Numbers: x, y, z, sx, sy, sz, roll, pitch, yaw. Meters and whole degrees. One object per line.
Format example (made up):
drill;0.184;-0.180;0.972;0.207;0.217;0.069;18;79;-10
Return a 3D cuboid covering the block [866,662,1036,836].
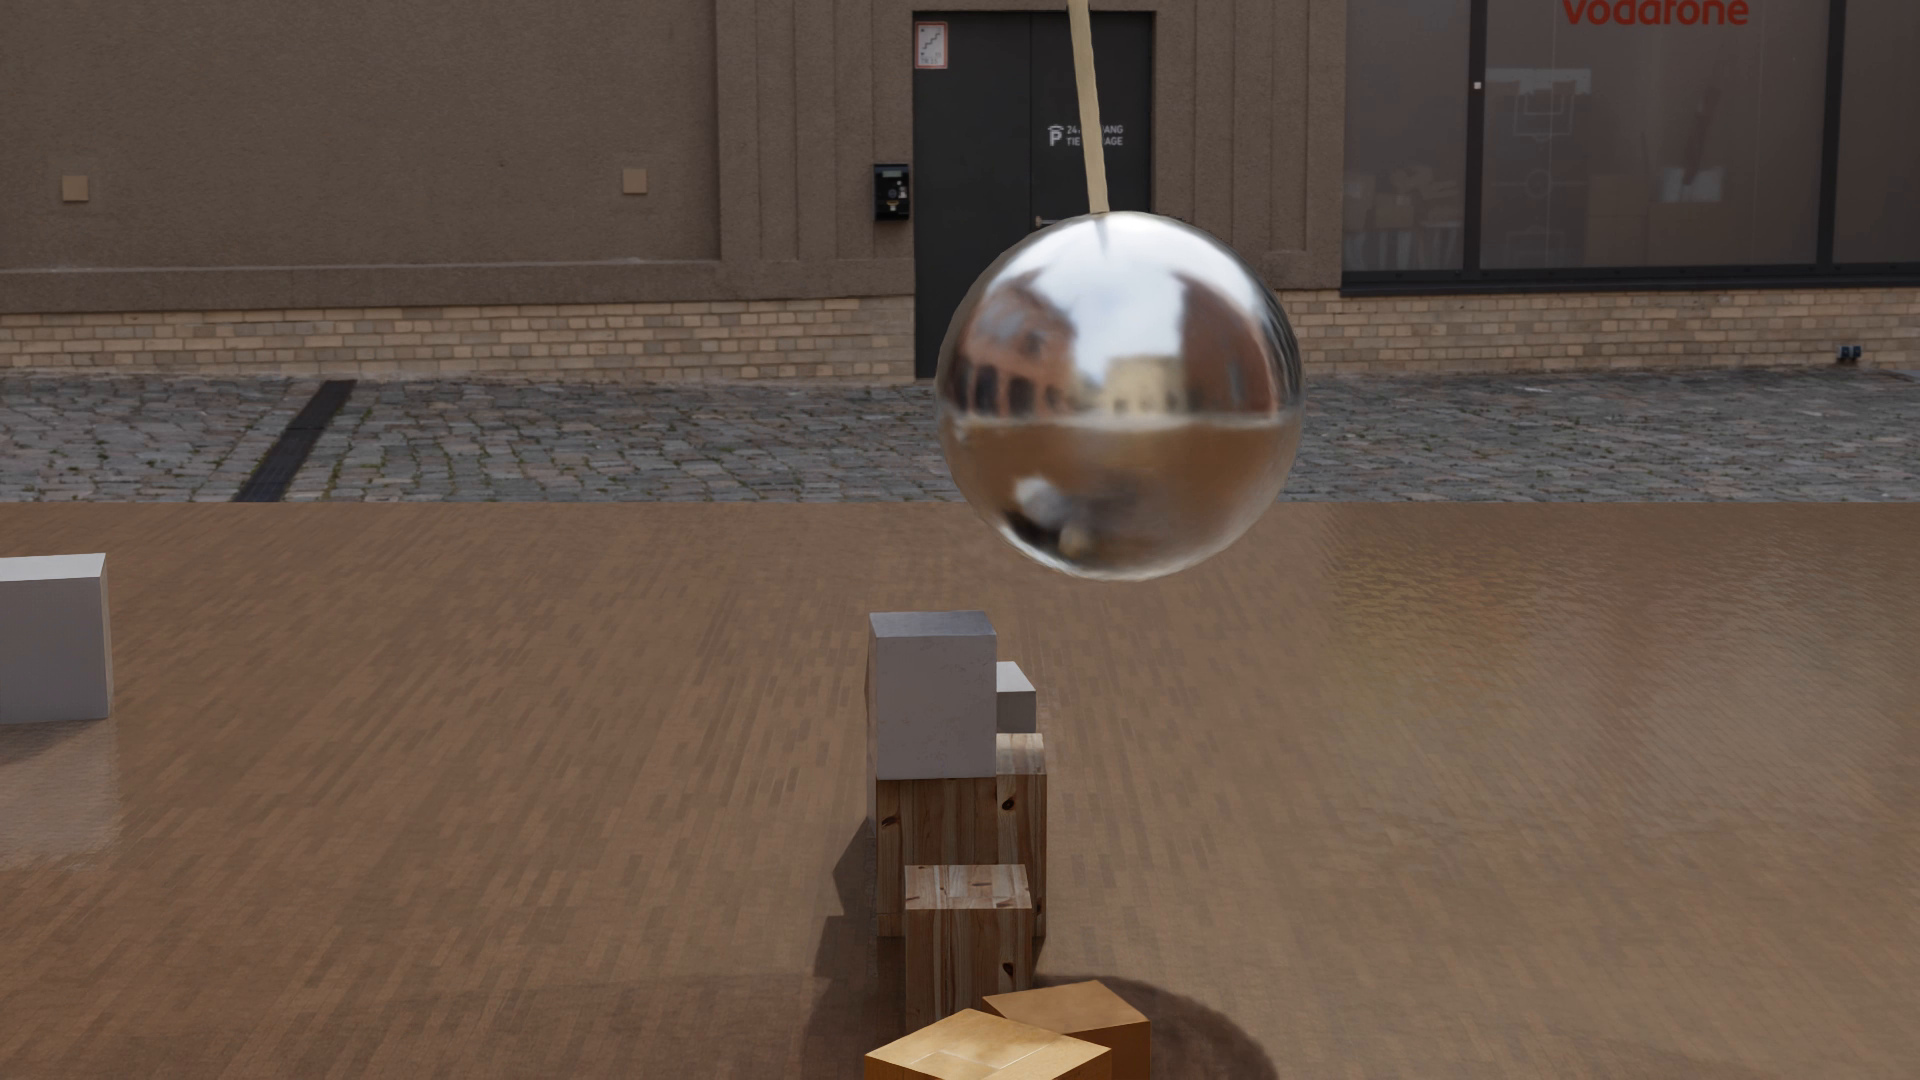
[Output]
block;-0.050;1.004;11.996;0.714;0.733;0.599;-2;10;-8

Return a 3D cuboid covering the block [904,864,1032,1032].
block;0.026;1.544;9.740;0.465;0.478;0.531;0;10;-1

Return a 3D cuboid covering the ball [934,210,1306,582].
ball;0.685;-0.616;11.068;1.600;1.600;1.600;0;10;0

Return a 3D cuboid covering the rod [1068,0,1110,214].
rod;0.297;-3.939;10.464;0.080;5.200;0.080;-6;10;1

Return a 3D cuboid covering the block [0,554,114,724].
block;-5.141;0.545;14.347;0.706;0.794;0.728;-3;11;-15

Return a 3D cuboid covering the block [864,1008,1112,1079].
block;0.090;1.843;8.138;0.581;0.463;0.525;8;13;38

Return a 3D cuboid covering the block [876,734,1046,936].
block;0.006;1.236;10.841;0.697;0.690;0.657;0;10;0

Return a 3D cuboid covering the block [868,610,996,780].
block;-0.117;0.633;10.573;0.484;0.592;0.476;-1;10;-6

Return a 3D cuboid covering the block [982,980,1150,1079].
block;0.353;1.775;8.644;0.433;0.414;0.416;-4;11;-22

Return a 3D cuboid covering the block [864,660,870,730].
block;-0.166;0.670;11.318;0.448;0.468;0.430;-2;46;-8
